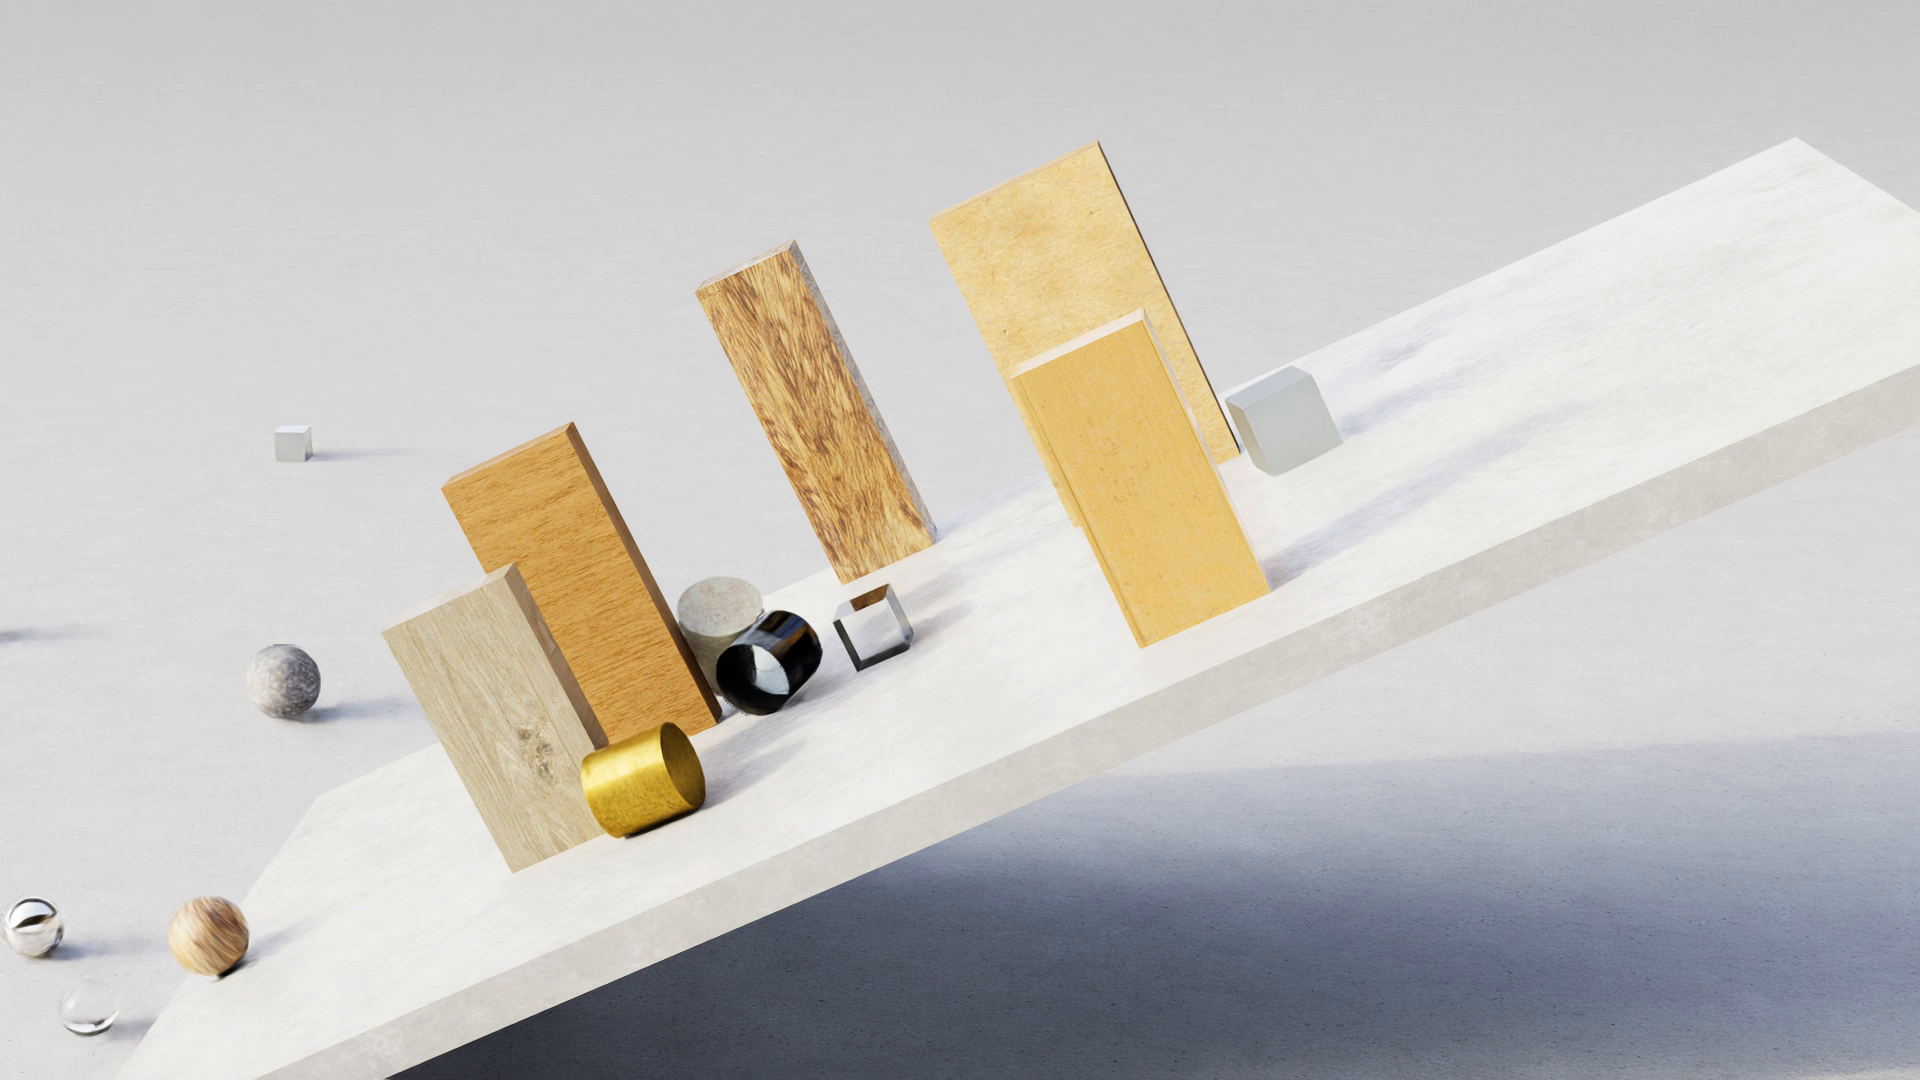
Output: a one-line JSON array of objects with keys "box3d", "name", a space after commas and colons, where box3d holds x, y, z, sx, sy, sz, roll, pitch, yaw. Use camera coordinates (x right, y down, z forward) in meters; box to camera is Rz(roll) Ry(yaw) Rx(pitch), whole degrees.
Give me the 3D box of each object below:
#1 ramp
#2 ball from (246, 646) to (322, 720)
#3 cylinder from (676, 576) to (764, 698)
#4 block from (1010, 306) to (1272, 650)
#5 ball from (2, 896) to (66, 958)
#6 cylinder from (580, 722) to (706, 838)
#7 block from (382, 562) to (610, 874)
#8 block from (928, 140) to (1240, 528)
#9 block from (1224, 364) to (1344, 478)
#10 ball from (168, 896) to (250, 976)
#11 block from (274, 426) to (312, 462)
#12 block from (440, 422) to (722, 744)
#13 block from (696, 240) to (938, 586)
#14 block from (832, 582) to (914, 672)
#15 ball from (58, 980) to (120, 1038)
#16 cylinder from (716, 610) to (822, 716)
[{"box3d": [0.136, 0.169, 6.282, 4.000, 0.100, 2.000, -24, 13, 9], "name": "ramp"}, {"box3d": [-1.925, 0.406, 8.374, 0.209, 0.209, 0.209, 0, 16, 0], "name": "ball"}, {"box3d": [-0.525, 0.215, 6.543, 0.190, 0.190, 0.190, -2, 42, 2], "name": "cylinder"}, {"box3d": [0.340, -0.114, 5.500, 0.269, 0.574, 0.108, -24, 13, 9], "name": "block"}, {"box3d": [-2.136, 0.892, 6.781, 0.141, 0.141, 0.141, 0, 16, 0], "name": "ball"}, {"box3d": [-0.635, 0.482, 5.903, 0.182, 0.182, 0.182, -22, 11, 15], "name": "cylinder"}, {"box3d": [-0.914, 0.366, 6.019, 0.282, 0.573, 0.108, -24, 13, 9], "name": "block"}, {"box3d": [0.279, -0.452, 6.516, 0.406, 0.758, 0.098, -24, 13, 9], "name": "block"}, {"box3d": [0.690, -0.254, 6.284, 0.165, 0.165, 0.165, -27, 13, -3], "name": "block"}, {"box3d": [-1.622, 0.854, 6.353, 0.172, 0.172, 0.172, 0, 16, 0], "name": "ball"}, {"box3d": [-2.560, -0.371, 11.299, 0.114, 0.114, 0.114, 1, 16, 2], "name": "block"}, {"box3d": [-0.818, 0.134, 6.400, 0.302, 0.724, 0.097, -24, 13, 9], "name": "block"}, {"box3d": [-0.339, -0.303, 7.037, 0.247, 0.790, 0.137, -24, 13, 9], "name": "block"}, {"box3d": [-0.186, 0.187, 6.324, 0.123, 0.123, 0.123, -24, 13, 11], "name": "block"}, {"box3d": [-1.887, 1.015, 6.371, 0.126, 0.126, 0.126, 0, 16, 0], "name": "ball"}, {"box3d": [-0.411, 0.264, 6.345, 0.172, 0.172, 0.172, 7, 28, 23], "name": "cylinder"}]
